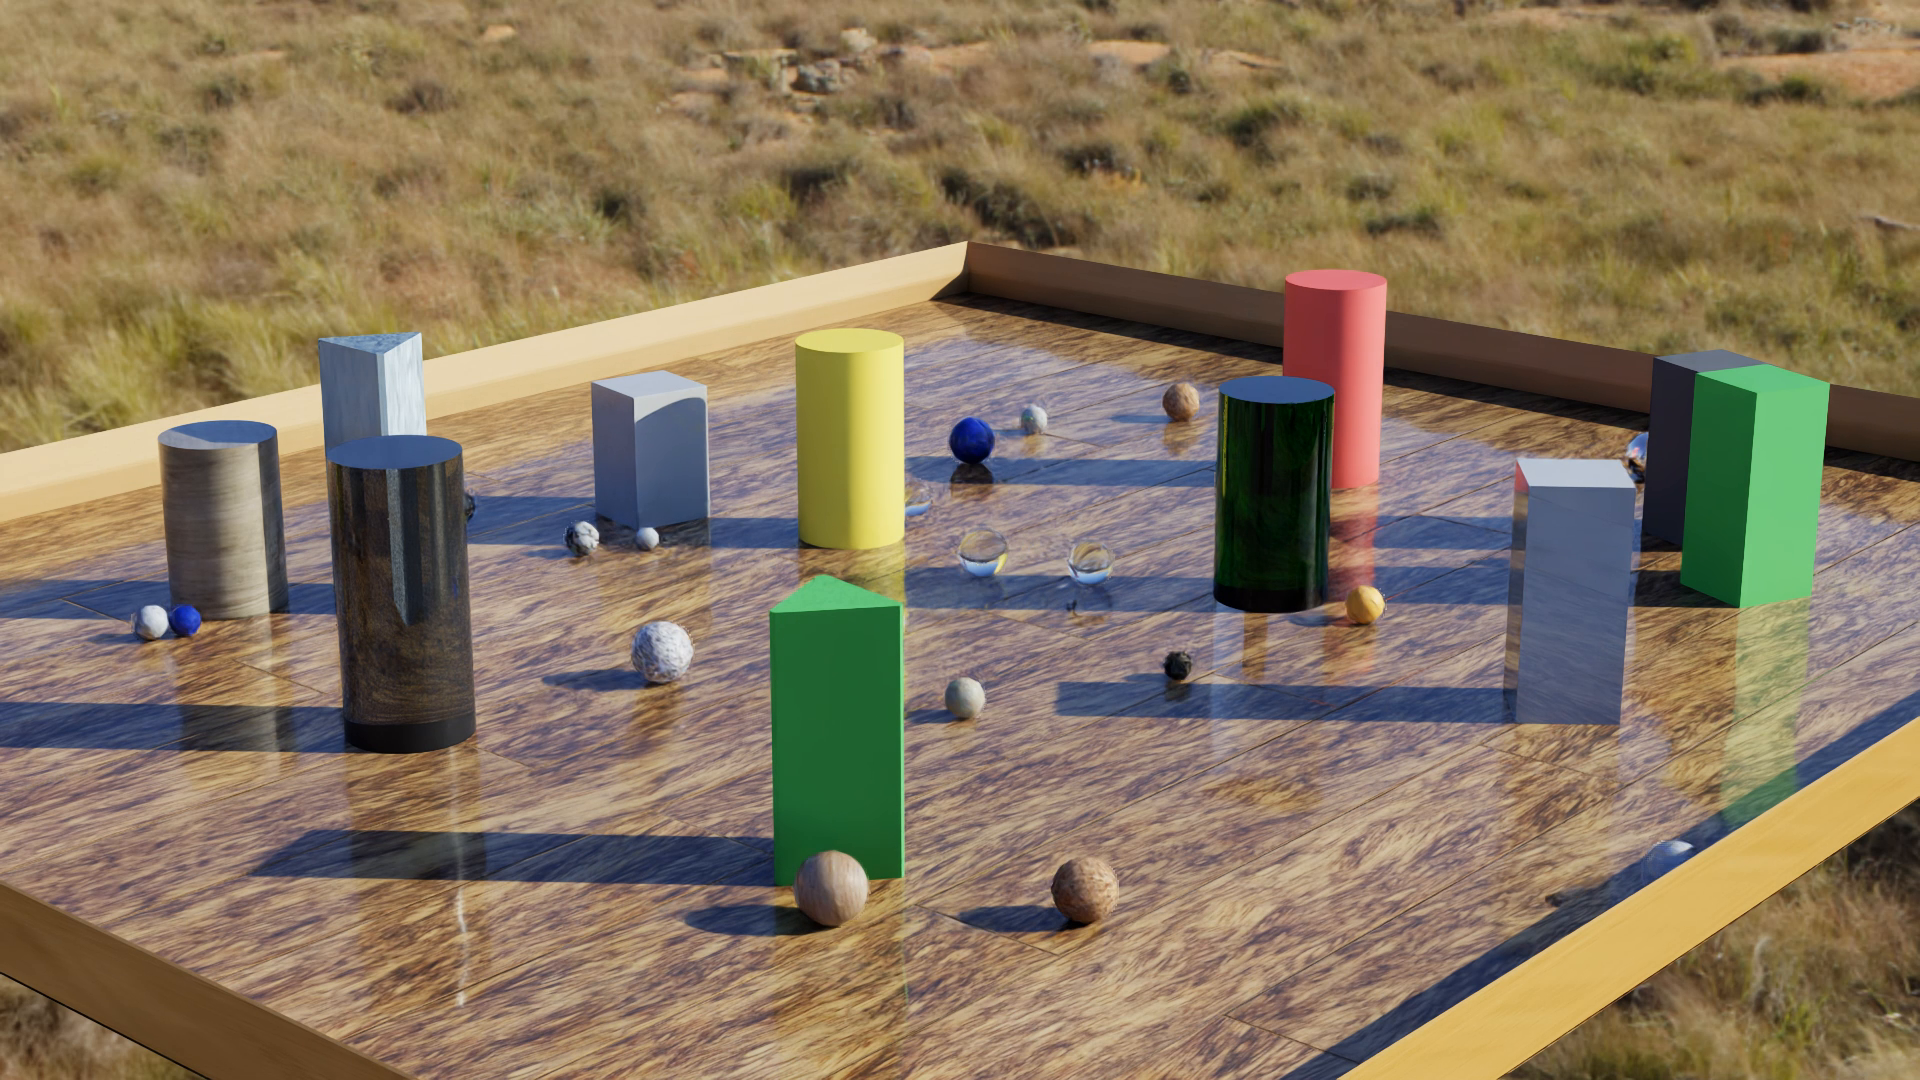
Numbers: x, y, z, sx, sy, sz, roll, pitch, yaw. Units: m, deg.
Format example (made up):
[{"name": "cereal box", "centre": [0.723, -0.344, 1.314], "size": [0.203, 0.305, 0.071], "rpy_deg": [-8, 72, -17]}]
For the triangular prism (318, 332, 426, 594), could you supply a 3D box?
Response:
[{"name": "triangular prism", "centre": [-0.981, -0.123, 5.068], "size": [0.172, 0.459, 0.149], "rpy_deg": [15, 22, 40]}]

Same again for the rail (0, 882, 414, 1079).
[{"name": "rail", "centre": [-1.265, 0.452, 3.725], "size": [3.342, 0.129, 0.045], "rpy_deg": [14, 22, 39]}]

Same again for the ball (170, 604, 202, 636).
[{"name": "ball", "centre": [-1.298, 0.135, 4.914], "size": [0.053, 0.053, 0.053], "rpy_deg": [0, 17, 0]}]

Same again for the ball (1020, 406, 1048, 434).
[{"name": "ball", "centre": [0.157, -0.254, 6.200], "size": [0.058, 0.058, 0.058], "rpy_deg": [0, 17, 0]}]

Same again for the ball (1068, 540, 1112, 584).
[{"name": "ball", "centre": [0.230, 0.039, 5.187], "size": [0.079, 0.079, 0.079], "rpy_deg": [0, 17, 0]}]

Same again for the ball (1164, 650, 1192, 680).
[{"name": "ball", "centre": [0.350, 0.201, 4.706], "size": [0.047, 0.047, 0.047], "rpy_deg": [0, 17, 0]}]

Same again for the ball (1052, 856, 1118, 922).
[{"name": "ball", "centre": [0.161, 0.454, 3.802], "size": [0.085, 0.085, 0.085], "rpy_deg": [0, 17, 0]}]

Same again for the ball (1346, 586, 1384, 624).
[{"name": "ball", "centre": [0.687, 0.109, 4.978], "size": [0.065, 0.065, 0.065], "rpy_deg": [0, 17, 0]}]

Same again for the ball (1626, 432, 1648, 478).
[{"name": "ball", "centre": [1.376, -0.168, 5.850], "size": [0.095, 0.095, 0.095], "rpy_deg": [0, 17, 0]}]

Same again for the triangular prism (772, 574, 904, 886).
[{"name": "triangular prism", "centre": [-0.173, 0.252, 3.950], "size": [0.172, 0.385, 0.149], "rpy_deg": [-3, 17, -10]}]

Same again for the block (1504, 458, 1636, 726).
[{"name": "block", "centre": [0.940, 0.079, 4.535], "size": [0.159, 0.380, 0.159], "rpy_deg": [1, 17, 3]}]

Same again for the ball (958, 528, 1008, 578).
[{"name": "ball", "centre": [0.042, 0.022, 5.228], "size": [0.089, 0.089, 0.089], "rpy_deg": [0, 17, 0]}]

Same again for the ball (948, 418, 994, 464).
[{"name": "ball", "centre": [0.024, -0.202, 5.965], "size": [0.094, 0.094, 0.094], "rpy_deg": [0, 17, 0]}]

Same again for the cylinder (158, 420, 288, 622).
[{"name": "cylinder", "centre": [-1.267, -0.035, 5.047], "size": [0.199, 0.303, 0.199], "rpy_deg": [0, 17, 0]}]

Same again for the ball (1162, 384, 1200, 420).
[{"name": "ball", "centre": [0.476, -0.297, 6.303], "size": [0.080, 0.080, 0.080], "rpy_deg": [0, 17, 0]}]

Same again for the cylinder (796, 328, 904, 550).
[{"name": "cylinder", "centre": [-0.203, -0.189, 5.438], "size": [0.199, 0.372, 0.199], "rpy_deg": [0, 17, 0]}]

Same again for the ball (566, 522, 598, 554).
[{"name": "ball", "centre": [-0.690, -0.003, 5.359], "size": [0.061, 0.061, 0.061], "rpy_deg": [0, 17, 0]}]

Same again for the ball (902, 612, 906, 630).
[{"name": "ball", "centre": [-0.115, 0.137, 4.915], "size": [0.048, 0.048, 0.048], "rpy_deg": [0, 17, 0]}]

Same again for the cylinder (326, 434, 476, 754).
[{"name": "cylinder", "centre": [-0.840, 0.080, 4.422], "size": [0.199, 0.442, 0.199], "rpy_deg": [0, 17, 0]}]

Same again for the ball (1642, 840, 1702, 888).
[{"name": "ball", "centre": [0.941, 0.437, 3.854], "size": [0.085, 0.085, 0.085], "rpy_deg": [0, 17, 0]}]

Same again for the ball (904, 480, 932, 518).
[{"name": "ball", "centre": [-0.089, -0.079, 5.548], "size": [0.071, 0.071, 0.071], "rpy_deg": [0, 17, 0]}]

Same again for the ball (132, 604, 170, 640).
[{"name": "ball", "centre": [-1.351, 0.137, 4.896], "size": [0.059, 0.059, 0.059], "rpy_deg": [0, 17, 0]}]

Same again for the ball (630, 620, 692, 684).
[{"name": "ball", "centre": [-0.477, 0.179, 4.689], "size": [0.099, 0.099, 0.099], "rpy_deg": [0, 17, 0]}]

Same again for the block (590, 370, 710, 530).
[{"name": "block", "centre": [-0.589, -0.172, 5.581], "size": [0.159, 0.257, 0.159], "rpy_deg": [-12, 21, -35]}]

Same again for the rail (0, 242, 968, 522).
[{"name": "rail", "centre": [-1.244, -0.279, 6.154], "size": [0.045, 0.129, 3.905], "rpy_deg": [14, 22, 39]}]

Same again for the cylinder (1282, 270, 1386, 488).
[{"name": "cylinder", "centre": [0.740, -0.322, 5.829], "size": [0.199, 0.400, 0.199], "rpy_deg": [0, 17, 0]}]

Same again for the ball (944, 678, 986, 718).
[{"name": "ball", "centre": [0.007, 0.244, 4.536], "size": [0.063, 0.063, 0.063], "rpy_deg": [0, 17, 0]}]

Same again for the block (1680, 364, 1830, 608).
[{"name": "block", "centre": [1.383, -0.096, 5.110], "size": [0.159, 0.382, 0.159], "rpy_deg": [-8, 19, -25]}]

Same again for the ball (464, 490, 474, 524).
[{"name": "ball", "centre": [-0.954, -0.061, 5.520], "size": [0.079, 0.079, 0.079], "rpy_deg": [0, 17, 0]}]

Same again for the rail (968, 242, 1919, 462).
[{"name": "rail", "centre": [1.265, -0.388, 6.514], "size": [3.342, 0.129, 0.045], "rpy_deg": [14, 22, 39]}]

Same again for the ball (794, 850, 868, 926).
[{"name": "ball", "centre": [-0.167, 0.450, 3.793], "size": [0.097, 0.097, 0.097], "rpy_deg": [0, 17, 0]}]

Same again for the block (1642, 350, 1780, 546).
[{"name": "block", "centre": [1.388, -0.167, 5.432], "size": [0.159, 0.333, 0.159], "rpy_deg": [-8, 18, -24]}]

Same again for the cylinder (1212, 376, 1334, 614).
[{"name": "cylinder", "centre": [0.542, -0.080, 5.077], "size": [0.199, 0.372, 0.199], "rpy_deg": [0, 17, 0]}]

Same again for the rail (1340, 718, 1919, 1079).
[{"name": "rail", "centre": [1.244, 0.344, 4.086], "size": [0.045, 0.129, 3.905], "rpy_deg": [14, 22, 39]}]

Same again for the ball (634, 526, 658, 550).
[{"name": "ball", "centre": [-0.575, -0.002, 5.386], "size": [0.044, 0.044, 0.044], "rpy_deg": [0, 17, 0]}]
